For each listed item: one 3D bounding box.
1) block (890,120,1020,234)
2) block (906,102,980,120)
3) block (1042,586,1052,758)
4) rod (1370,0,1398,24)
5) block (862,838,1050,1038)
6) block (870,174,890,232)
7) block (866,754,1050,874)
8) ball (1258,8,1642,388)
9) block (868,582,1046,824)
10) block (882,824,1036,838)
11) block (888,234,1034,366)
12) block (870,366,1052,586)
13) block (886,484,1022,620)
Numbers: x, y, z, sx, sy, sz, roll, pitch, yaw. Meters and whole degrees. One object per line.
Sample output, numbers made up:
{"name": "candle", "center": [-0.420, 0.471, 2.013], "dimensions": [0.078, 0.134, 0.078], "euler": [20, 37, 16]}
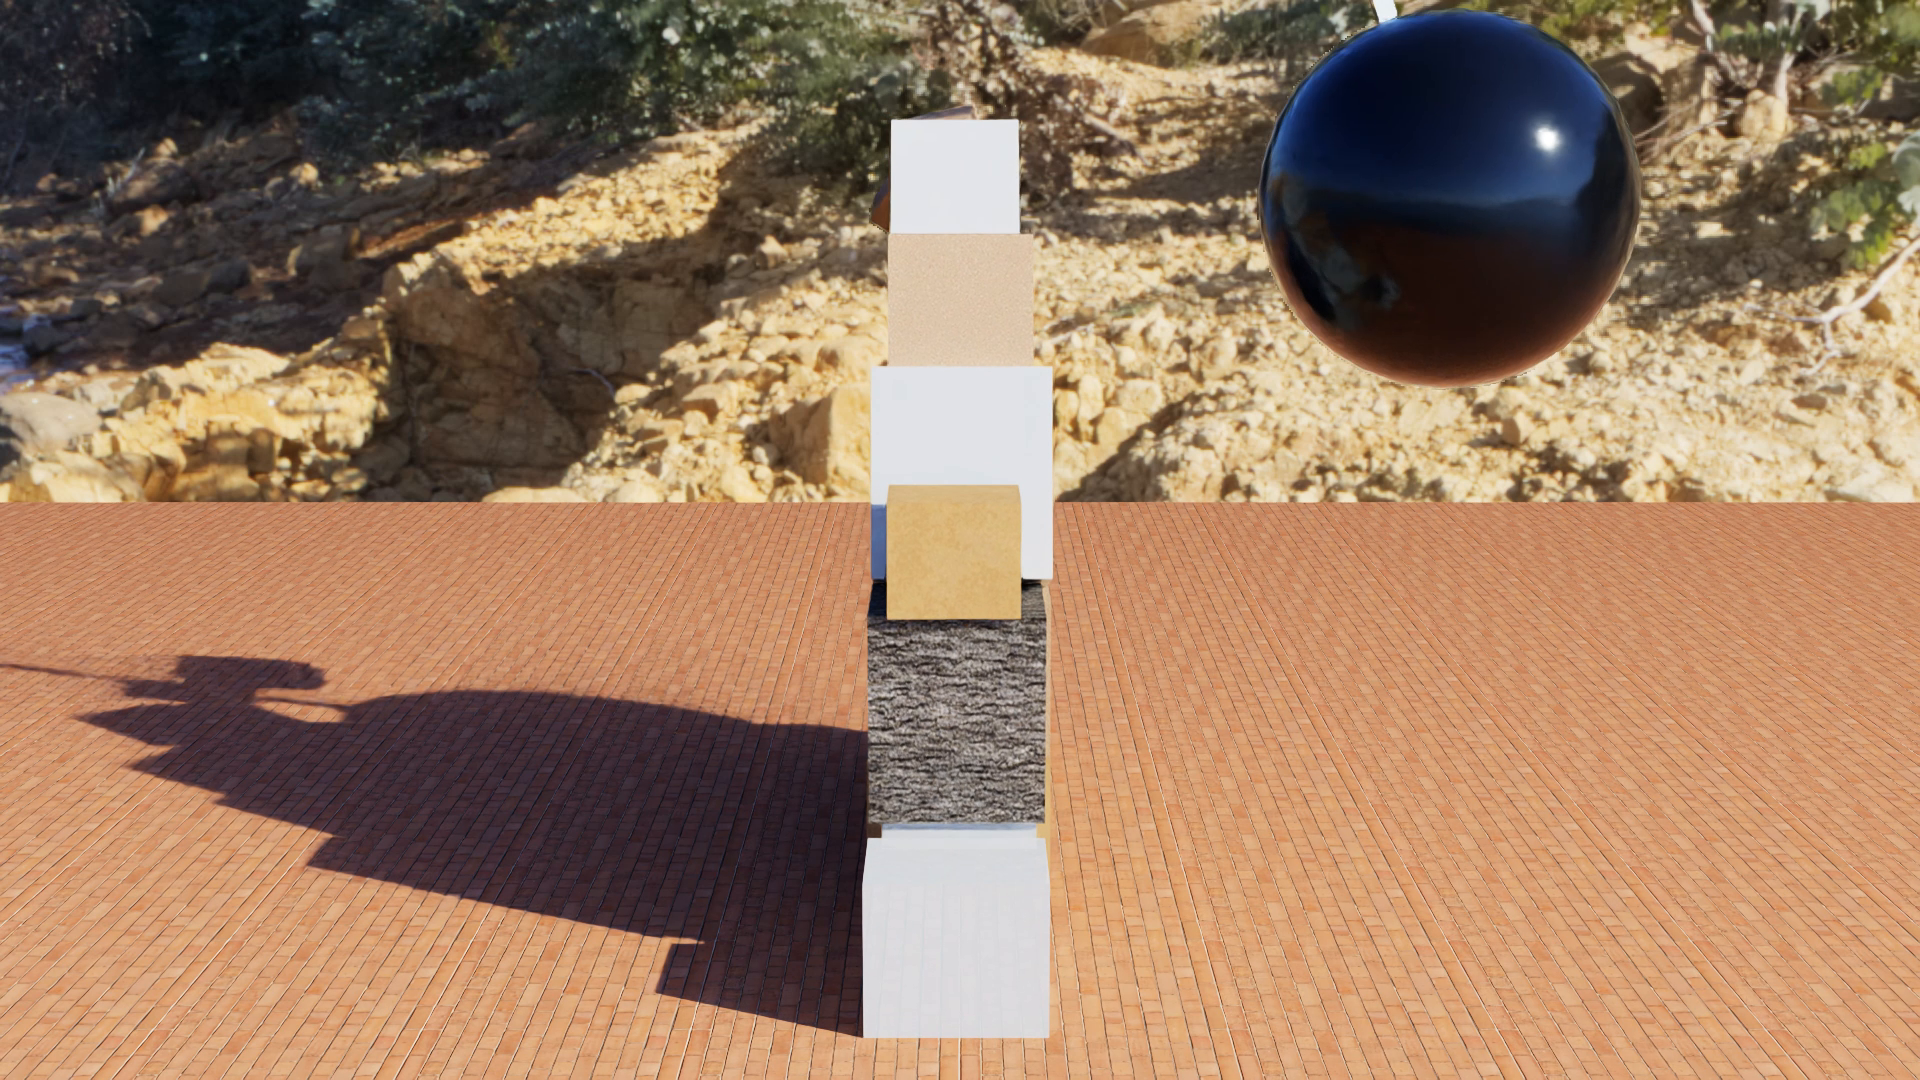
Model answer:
{"name": "block", "center": [-0.023, -1.453, 11.172], "dimensions": [0.545, 0.551, 0.570], "euler": [0, -17, -1]}
{"name": "block", "center": [-0.069, -1.732, 11.755], "dimensions": [0.349, 0.385, 0.340], "euler": [-11, 25, 15]}
{"name": "block", "center": [0.009, 0.518, 10.954], "dimensions": [0.734, 0.653, 0.705], "euler": [0, 10, 0]}
{"name": "rod", "center": [0.899, -4.586, 10.346], "dimensions": [0.080, 5.200, 0.080], "euler": [-20, 10, 4]}
{"name": "block", "center": [-0.014, 1.495, 9.691], "dimensions": [0.684, 0.591, 0.572], "euler": [0, 10, 0]}
{"name": "block", "center": [-0.112, -1.675, 12.403], "dimensions": [0.445, 0.464, 0.518], "euler": [32, 17, -10]}
{"name": "block", "center": [-0.006, 1.199, 11.004], "dimensions": [0.764, 0.704, 0.682], "euler": [0, 10, 0]}
{"name": "ball", "center": [2.074, -1.448, 10.917], "dimensions": [1.600, 1.600, 1.600], "euler": [0, 10, 0]}
{"name": "block", "center": [-0.012, 0.635, 10.206], "dimensions": [0.684, 0.817, 0.685], "euler": [0, 10, 0]}
{"name": "block", "center": [-0.003, 1.349, 10.352], "dimensions": [0.601, 0.641, 0.653], "euler": [0, 10, 0]}
{"name": "block", "center": [0.001, -0.943, 10.696], "dimensions": [0.588, 0.556, 0.672], "euler": [0, -3, 0]}
{"name": "block", "center": [0.006, -0.248, 10.561], "dimensions": [0.722, 0.847, 0.715], "euler": [0, -3, 0]}
{"name": "block", "center": [-0.024, 0.042, 9.933], "dimensions": [0.510, 0.447, 0.440], "euler": [0, 10, 0]}
